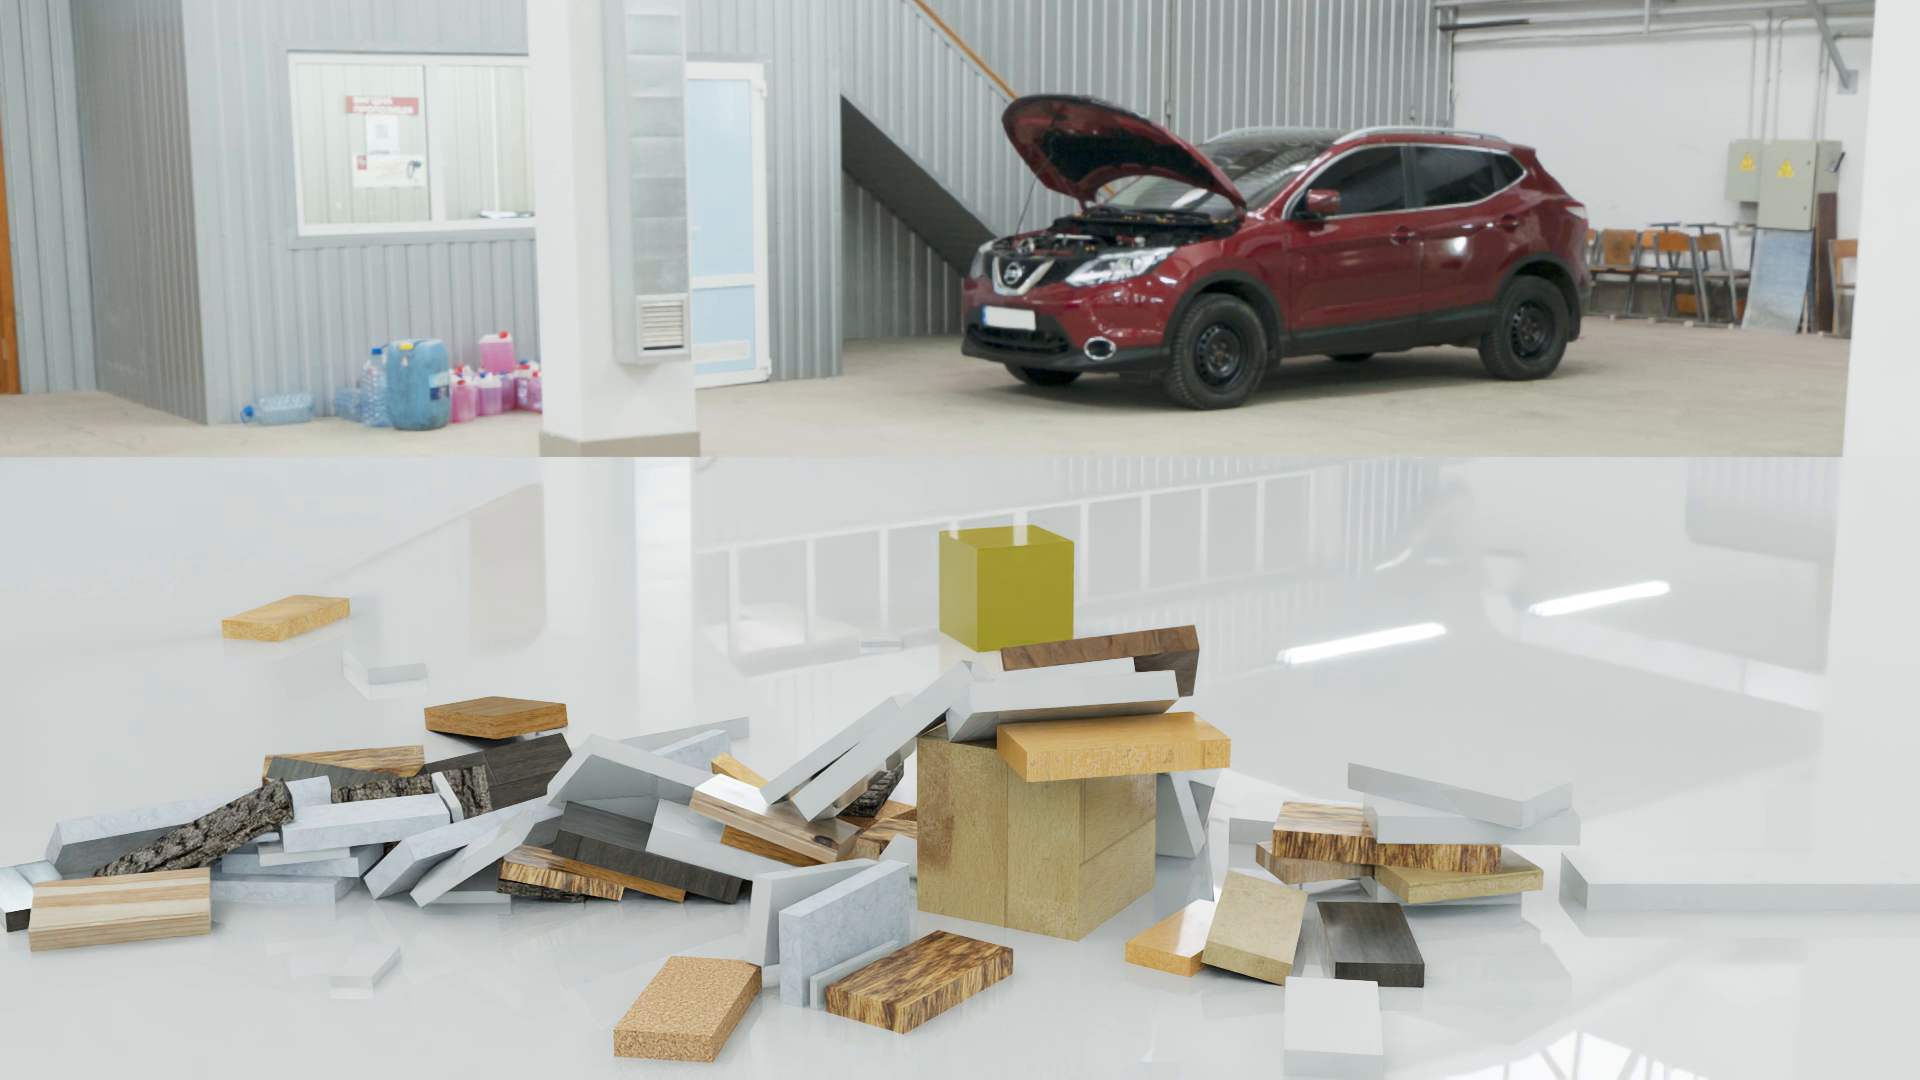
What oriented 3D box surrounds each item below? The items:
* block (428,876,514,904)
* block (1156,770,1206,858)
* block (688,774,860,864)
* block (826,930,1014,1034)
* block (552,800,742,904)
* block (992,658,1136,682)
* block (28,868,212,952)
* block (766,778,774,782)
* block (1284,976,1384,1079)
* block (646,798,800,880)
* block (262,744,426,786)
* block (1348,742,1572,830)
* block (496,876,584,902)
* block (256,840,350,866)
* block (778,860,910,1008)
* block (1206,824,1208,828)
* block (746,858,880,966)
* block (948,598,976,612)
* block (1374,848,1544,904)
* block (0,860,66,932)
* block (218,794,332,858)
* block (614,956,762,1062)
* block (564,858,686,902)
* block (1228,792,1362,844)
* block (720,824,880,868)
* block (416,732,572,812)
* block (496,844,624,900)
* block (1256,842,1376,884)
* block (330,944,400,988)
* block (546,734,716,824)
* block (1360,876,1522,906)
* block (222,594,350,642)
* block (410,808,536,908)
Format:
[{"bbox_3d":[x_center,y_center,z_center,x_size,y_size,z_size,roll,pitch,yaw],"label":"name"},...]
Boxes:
[{"bbox_3d":[-0.813,0.582,3.657,0.142,0.020,0.071,0,11,-2],"label":"block"},{"bbox_3d":[0.301,0.400,3.789,0.167,0.335,0.047,2,37,31],"label":"block"},{"bbox_3d":[-0.306,0.462,3.642,0.260,0.037,0.130,19,9,10],"label":"block"},{"bbox_3d":[-0.056,0.649,3.245,0.139,0.039,0.278,7,13,34],"label":"block"},{"bbox_3d":[-0.517,0.519,3.664,0.310,0.044,0.155,17,9,-7],"label":"block"},{"bbox_3d":[0.162,0.231,3.510,0.224,0.032,0.112,-6,-19,-5],"label":"block"},{"bbox_3d":[-1.331,0.585,3.494,0.265,0.037,0.132,-3,27,-17],"label":"block"},{"bbox_3d":[-0.342,0.478,4.234,0.048,0.014,0.095,-2,11,-13],"label":"block"},{"bbox_3d":[0.521,0.681,3.077,0.131,0.037,0.263,2,11,9],"label":"block"},{"bbox_3d":[-0.365,0.518,3.683,0.310,0.044,0.155,17,9,-6],"label":"block"},{"bbox_3d":[-1.202,0.451,4.298,0.302,0.043,0.151,-3,11,-15],"label":"block"},{"bbox_3d":[0.828,0.406,3.653,0.326,0.046,0.163,10,14,42],"label":"block"},{"bbox_3d":[-0.694,0.571,3.646,0.142,0.020,0.071,9,9,-10],"label":"block"},{"bbox_3d":[-1.091,0.515,3.655,0.142,0.020,0.071,-4,11,-20],"label":"block"},{"bbox_3d":[-0.170,0.587,3.303,0.039,0.139,0.278,7,12,32],"label":"block"},{"bbox_3d":[0.389,0.473,4.175,0.159,0.045,0.318,1,11,5],"label":"block"},{"bbox_3d":[-0.219,0.563,3.342,0.037,0.130,0.260,8,4,36],"label":"block"},{"bbox_3d":[0.004,0.174,5.870,0.050,0.014,0.101,-3,11,-16],"label":"block"},{"bbox_3d":[0.818,0.549,3.608,0.241,0.034,0.121,-3,11,-15],"label":"block"},{"bbox_3d":[-1.531,0.583,3.614,0.117,0.033,0.235,-7,13,-34],"label":"block"},{"bbox_3d":[-1.182,0.498,3.862,0.268,0.038,0.134,-7,-24,-32],"label":"block"},{"bbox_3d":[-0.385,0.668,3.144,0.139,0.039,0.278,2,11,9],"label":"block"},{"bbox_3d":[-0.553,0.546,3.661,0.203,0.029,0.101,17,9,-7],"label":"block"},{"bbox_3d":[0.662,0.514,3.953,0.326,0.046,0.163,4,11,19],"label":"block"},{"bbox_3d":[-0.265,0.508,3.680,0.260,0.037,0.130,17,9,-4],"label":"block"},{"bbox_3d":[-0.829,0.454,4.018,0.297,0.149,0.042,-11,-26,-45],"label":"block"},{"bbox_3d":[-0.663,0.547,3.641,0.203,0.029,0.101,14,8,-19],"label":"block"},{"bbox_3d":[0.634,0.532,3.699,0.241,0.034,0.121,-3,11,-17],"label":"block"},{"bbox_3d":[-0.898,0.645,3.326,0.063,0.018,0.127,1,11,5],"label":"block"},{"bbox_3d":[-0.531,0.438,3.766,0.310,0.155,0.044,23,38,-28],"label":"block"},{"bbox_3d":[0.802,0.572,3.672,0.241,0.034,0.121,-1,11,-3],"label":"block"},{"bbox_3d":[-1.727,0.199,5.647,0.162,0.046,0.324,3,11,16],"label":"block"},{"bbox_3d":[-0.793,0.518,3.583,0.203,0.029,0.101,-32,9,8],"label":"block"}]
